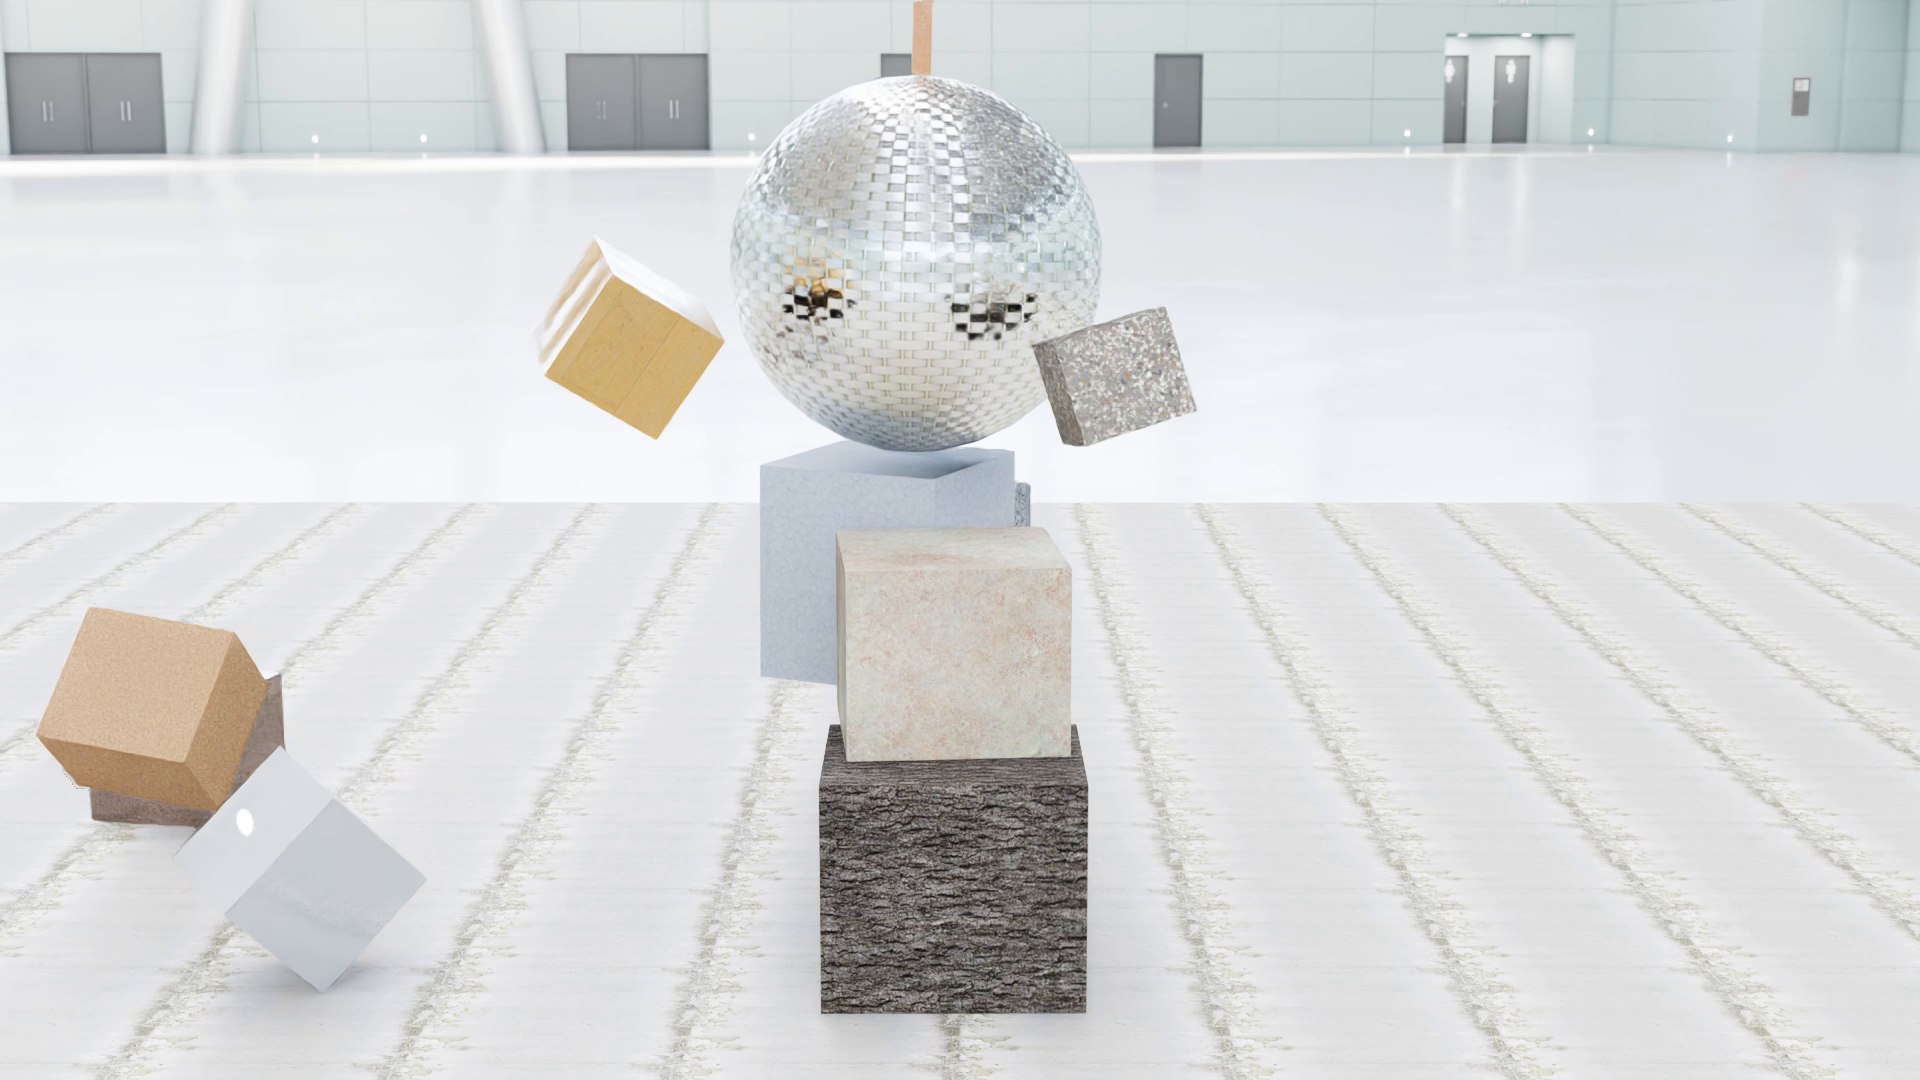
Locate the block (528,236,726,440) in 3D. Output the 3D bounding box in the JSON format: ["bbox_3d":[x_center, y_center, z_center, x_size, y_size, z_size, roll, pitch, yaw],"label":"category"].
[{"bbox_3d":[-1.303,-0.788,9.995,0.520,0.476,0.475,31,12,-27],"label":"block"}]

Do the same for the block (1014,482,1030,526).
[{"bbox_3d":[-0.030,0.064,12.229,0.710,0.664,0.738,0,0,3],"label":"block"}]

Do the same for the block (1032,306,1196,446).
[{"bbox_3d":[0.592,-0.630,9.925,0.451,0.414,0.492,-18,5,-6],"label":"block"}]

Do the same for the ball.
[{"bbox_3d":[-0.188,-1.175,10.967,1.600,1.600,1.600,0,10,0],"label":"ball"}]

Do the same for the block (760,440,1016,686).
[{"bbox_3d":[-0.310,0.096,11.285,0.819,0.928,0.887,5,12,23],"label":"block"}]

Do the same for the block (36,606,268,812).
[{"bbox_3d":[-3.270,0.689,10.429,0.626,0.585,0.503,10,-28,8],"label":"block"}]

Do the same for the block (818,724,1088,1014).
[{"bbox_3d":[-0.026,1.271,10.079,1.004,0.892,0.917,0,10,0],"label":"block"}]

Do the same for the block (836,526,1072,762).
[{"bbox_3d":[-0.044,0.399,10.298,0.868,0.745,0.915,-1,10,-5],"label":"block"}]

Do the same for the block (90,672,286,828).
[{"bbox_3d":[-3.734,0.994,12.413,0.672,0.603,0.676,2,11,11],"label":"block"}]

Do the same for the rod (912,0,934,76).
[{"bbox_3d":[-0.082,-4.519,10.359,0.080,5.200,0.080,2,10,0],"label":"rod"}]

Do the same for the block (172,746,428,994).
[{"bbox_3d":[-2.564,1.280,9.987,0.587,0.588,0.519,-48,41,-12],"label":"block"}]
